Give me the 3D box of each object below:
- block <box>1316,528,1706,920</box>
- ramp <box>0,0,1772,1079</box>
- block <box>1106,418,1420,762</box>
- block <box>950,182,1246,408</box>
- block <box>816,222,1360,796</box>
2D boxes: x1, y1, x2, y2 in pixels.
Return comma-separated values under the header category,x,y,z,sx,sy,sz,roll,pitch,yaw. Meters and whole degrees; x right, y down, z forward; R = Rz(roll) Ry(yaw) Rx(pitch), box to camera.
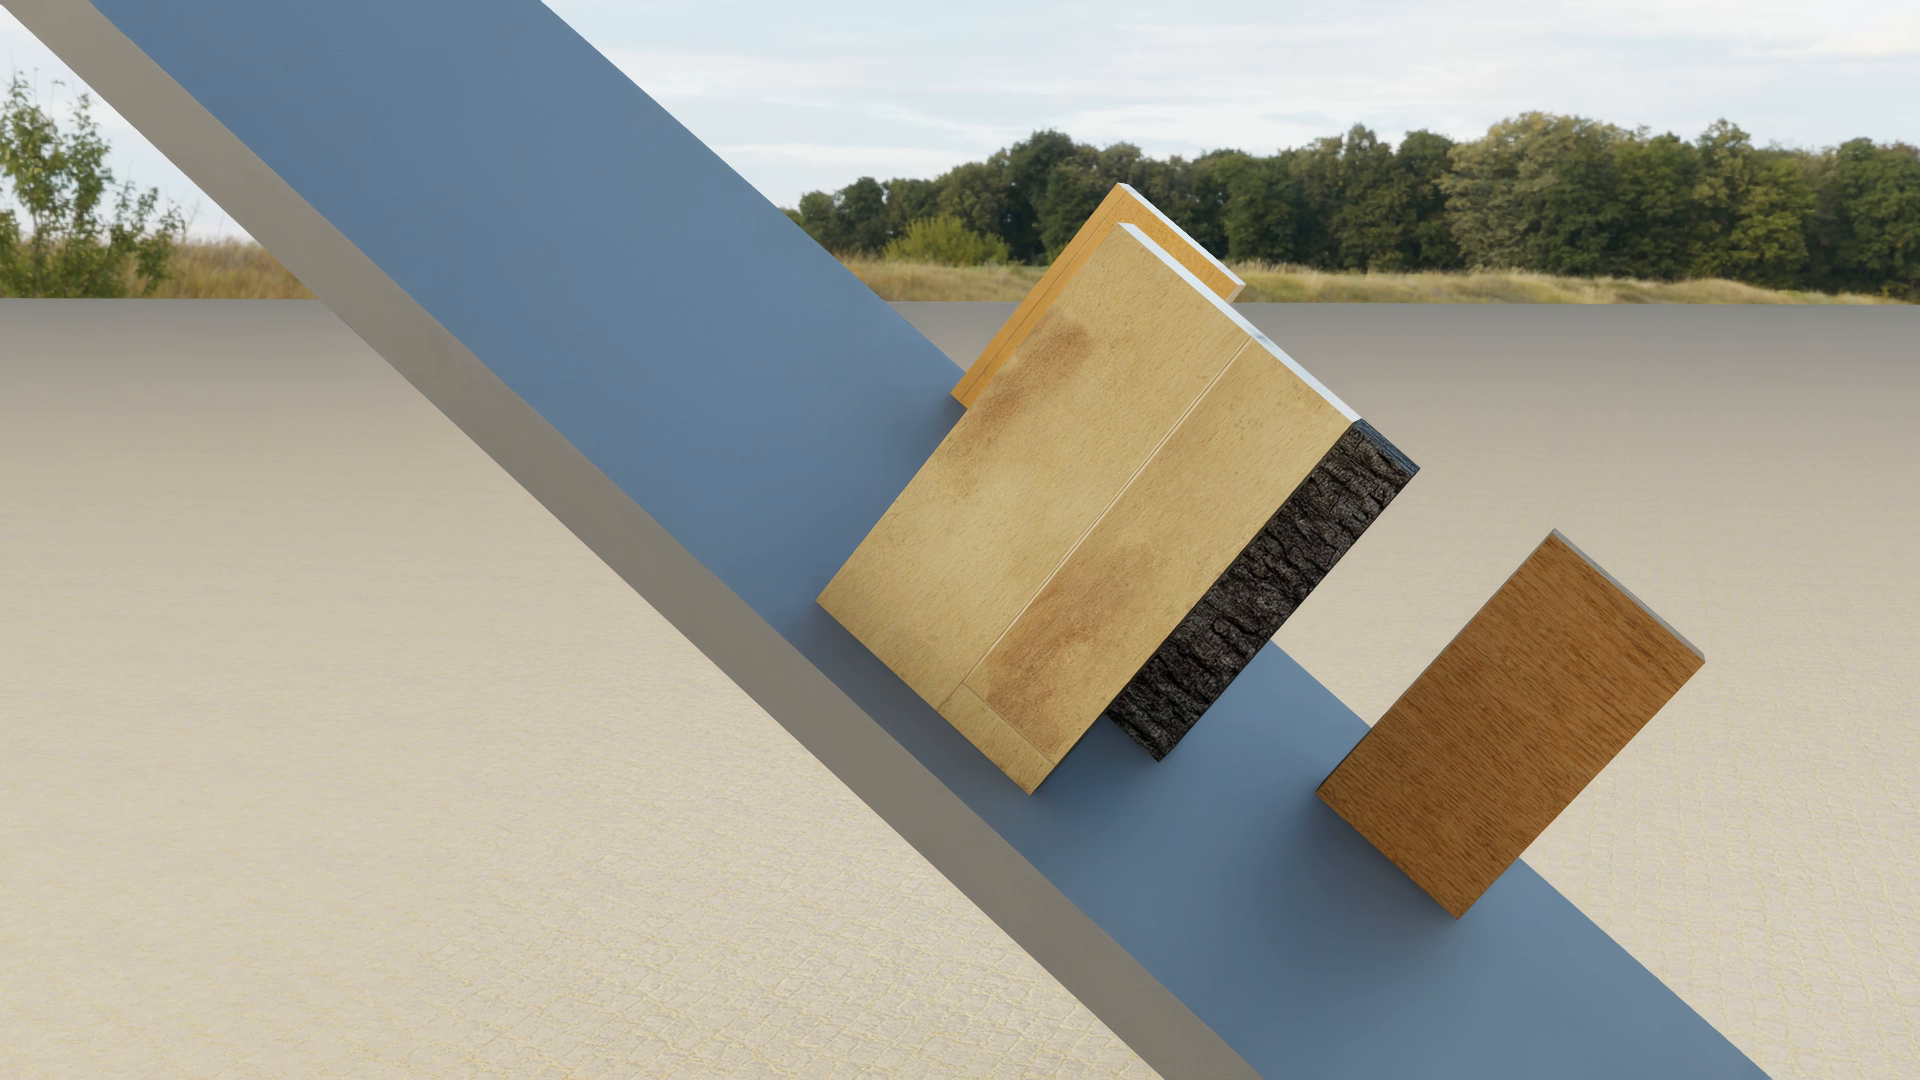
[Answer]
category,x,y,z,sx,sy,sz,roll,pitch,yaw
block,1.016,0.344,4.092,0.351,0.660,0.098,42,16,9
ramp,0.002,0.046,4.039,4.000,0.100,2.000,42,16,9
block,0.411,0.002,3.716,0.384,0.642,0.150,42,16,9
block,0.294,-0.431,4.732,0.335,0.581,0.105,42,16,9
block,0.175,-0.041,3.183,0.429,0.716,0.102,42,16,9
